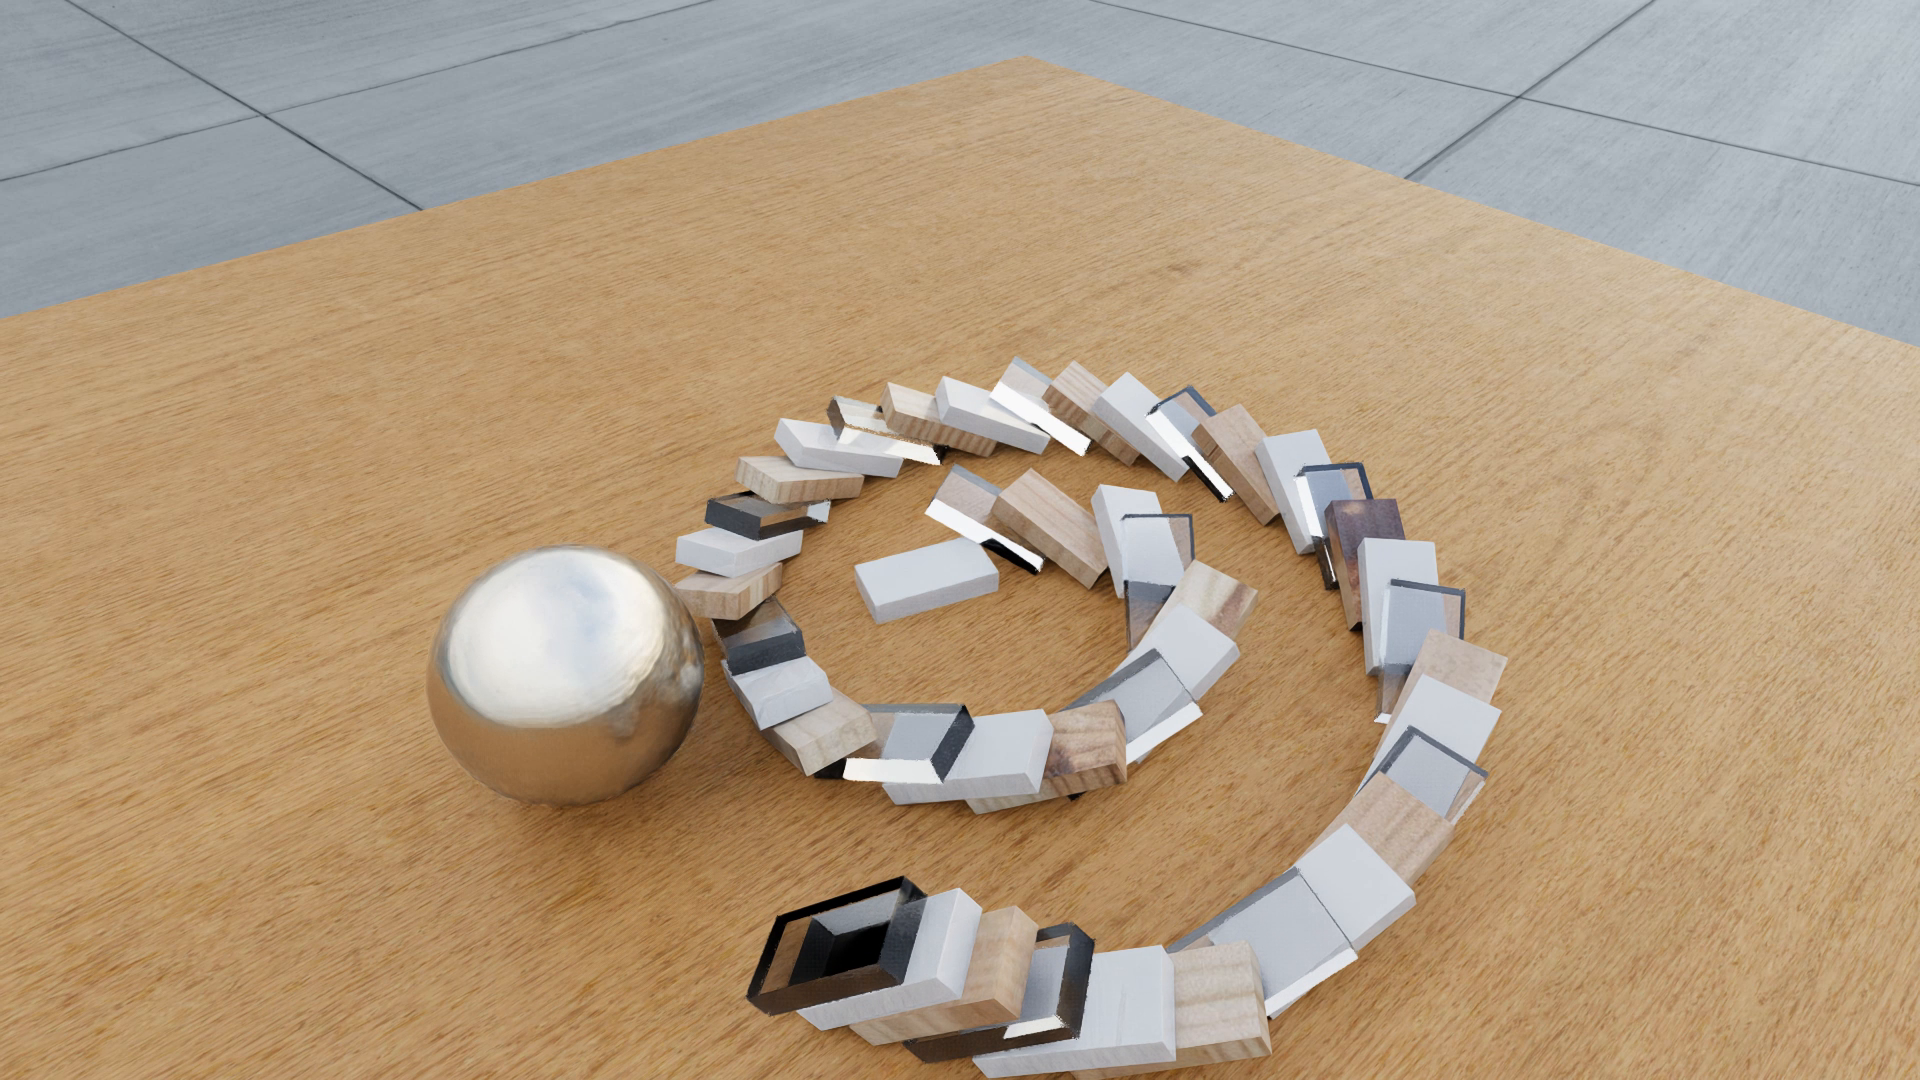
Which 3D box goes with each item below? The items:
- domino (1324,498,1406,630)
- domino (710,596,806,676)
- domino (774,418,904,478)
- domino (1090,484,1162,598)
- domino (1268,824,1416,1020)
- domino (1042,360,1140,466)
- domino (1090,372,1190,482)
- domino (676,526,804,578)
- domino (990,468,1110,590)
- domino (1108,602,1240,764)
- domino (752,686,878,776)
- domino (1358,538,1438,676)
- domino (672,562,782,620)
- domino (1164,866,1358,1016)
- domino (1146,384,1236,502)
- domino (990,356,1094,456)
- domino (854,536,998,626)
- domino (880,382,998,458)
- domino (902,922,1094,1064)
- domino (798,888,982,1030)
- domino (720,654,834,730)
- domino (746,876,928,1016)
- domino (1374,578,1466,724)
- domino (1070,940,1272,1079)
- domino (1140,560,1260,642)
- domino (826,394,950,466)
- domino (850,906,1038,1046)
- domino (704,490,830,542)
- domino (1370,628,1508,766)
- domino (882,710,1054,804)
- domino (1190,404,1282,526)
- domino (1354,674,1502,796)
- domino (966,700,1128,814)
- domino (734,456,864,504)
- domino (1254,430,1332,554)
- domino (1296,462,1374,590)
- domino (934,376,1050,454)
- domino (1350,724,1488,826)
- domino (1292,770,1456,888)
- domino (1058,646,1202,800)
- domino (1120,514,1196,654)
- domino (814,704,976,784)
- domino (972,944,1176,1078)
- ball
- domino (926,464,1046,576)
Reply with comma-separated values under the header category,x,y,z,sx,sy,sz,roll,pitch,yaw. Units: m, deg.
category,x,y,z,sx,sy,sz,roll,pitch,yaw
domino,0.156,0.009,0.417,0.025,0.009,0.050,-2,64,-2
domino,-0.072,0.033,0.387,0.025,0.010,0.050,-14,15,-17
domino,-0.052,-0.039,0.475,0.050,0.010,0.025,4,30,-38
domino,0.069,0.001,0.429,0.025,0.010,0.050,7,48,-19
domino,0.096,0.104,0.301,0.050,0.010,0.025,-37,47,-4
domino,0.064,-0.057,0.497,0.050,0.010,0.025,38,46,4
domino,0.085,-0.050,0.489,0.050,0.010,0.025,42,50,7
domino,-0.084,0.002,0.424,0.025,0.010,0.050,14,15,18
domino,0.039,-0.005,0.435,0.050,0.009,0.025,39,45,11
domino,0.067,0.047,0.368,0.050,0.009,0.025,-45,52,-7
domino,-0.048,0.058,0.354,0.025,0.009,0.050,-26,19,-23
domino,0.159,0.024,0.398,0.025,0.010,0.050,4,64,5
domino,-0.085,0.017,0.404,0.025,0.010,0.050,4,12,8
domino,0.076,0.112,0.291,0.050,0.009,0.025,-33,44,1
domino,0.107,-0.042,0.479,0.025,0.010,0.050,-30,73,-31
domino,0.040,-0.061,0.501,0.050,0.010,0.025,33,42,-3
domino,-0.013,0.015,0.425,0.050,0.010,0.025,-15,42,-17
domino,-0.010,-0.054,0.493,0.050,0.010,0.025,14,33,-23
domino,0.010,0.115,0.279,0.050,0.010,0.025,-28,26,34
domino,-0.018,0.109,0.286,0.050,0.009,0.025,-28,26,33
domino,-0.062,0.047,0.368,0.025,0.009,0.050,-20,17,-19
domino,-0.033,0.107,0.289,0.050,0.009,0.025,-28,26,33
domino,0.159,0.040,0.379,0.025,0.010,0.050,9,66,11
domino,0.052,0.120,0.280,0.050,0.010,0.025,-18,35,19
domino,0.080,0.034,0.383,0.025,0.010,0.050,29,76,28
domino,-0.032,-0.049,0.486,0.050,0.009,0.025,11,32,-28
domino,-0.004,0.112,0.282,0.050,0.009,0.025,-27,26,34
domino,-0.076,-0.012,0.441,0.025,0.009,0.050,18,16,21
domino,0.156,0.056,0.359,0.025,0.009,0.050,23,70,25
domino,0.003,0.068,0.344,0.050,0.010,0.025,-12,35,27
domino,0.124,-0.032,0.467,0.025,0.010,0.050,-26,72,-28
domino,0.145,0.069,0.343,0.025,0.010,0.050,27,72,29
domino,0.027,0.068,0.344,0.050,0.010,0.025,-17,36,20
domino,-0.067,-0.026,0.459,0.025,0.009,0.050,30,22,32
domino,0.143,-0.020,0.452,0.025,0.010,0.050,-10,66,-12
domino,0.152,-0.006,0.435,0.025,0.009,0.050,-4,65,-6
domino,0.015,-0.056,0.496,0.050,0.009,0.025,16,35,-21
domino,0.131,0.082,0.327,0.025,0.009,0.050,34,75,34
domino,0.114,0.093,0.314,0.050,0.009,0.025,-43,52,-10
domino,0.050,0.059,0.354,0.050,0.009,0.025,-34,44,2
domino,0.073,0.016,0.401,0.025,0.010,0.050,0,77,-2
domino,-0.023,0.064,0.349,0.050,0.009,0.025,-6,32,34
domino,0.029,0.120,0.280,0.050,0.010,0.025,-16,34,22
ball,-0.119,0.041,0.338,0.080,0.080,0.080,0,39,0
domino,0.014,-0.009,0.440,0.050,0.010,0.025,29,42,2
